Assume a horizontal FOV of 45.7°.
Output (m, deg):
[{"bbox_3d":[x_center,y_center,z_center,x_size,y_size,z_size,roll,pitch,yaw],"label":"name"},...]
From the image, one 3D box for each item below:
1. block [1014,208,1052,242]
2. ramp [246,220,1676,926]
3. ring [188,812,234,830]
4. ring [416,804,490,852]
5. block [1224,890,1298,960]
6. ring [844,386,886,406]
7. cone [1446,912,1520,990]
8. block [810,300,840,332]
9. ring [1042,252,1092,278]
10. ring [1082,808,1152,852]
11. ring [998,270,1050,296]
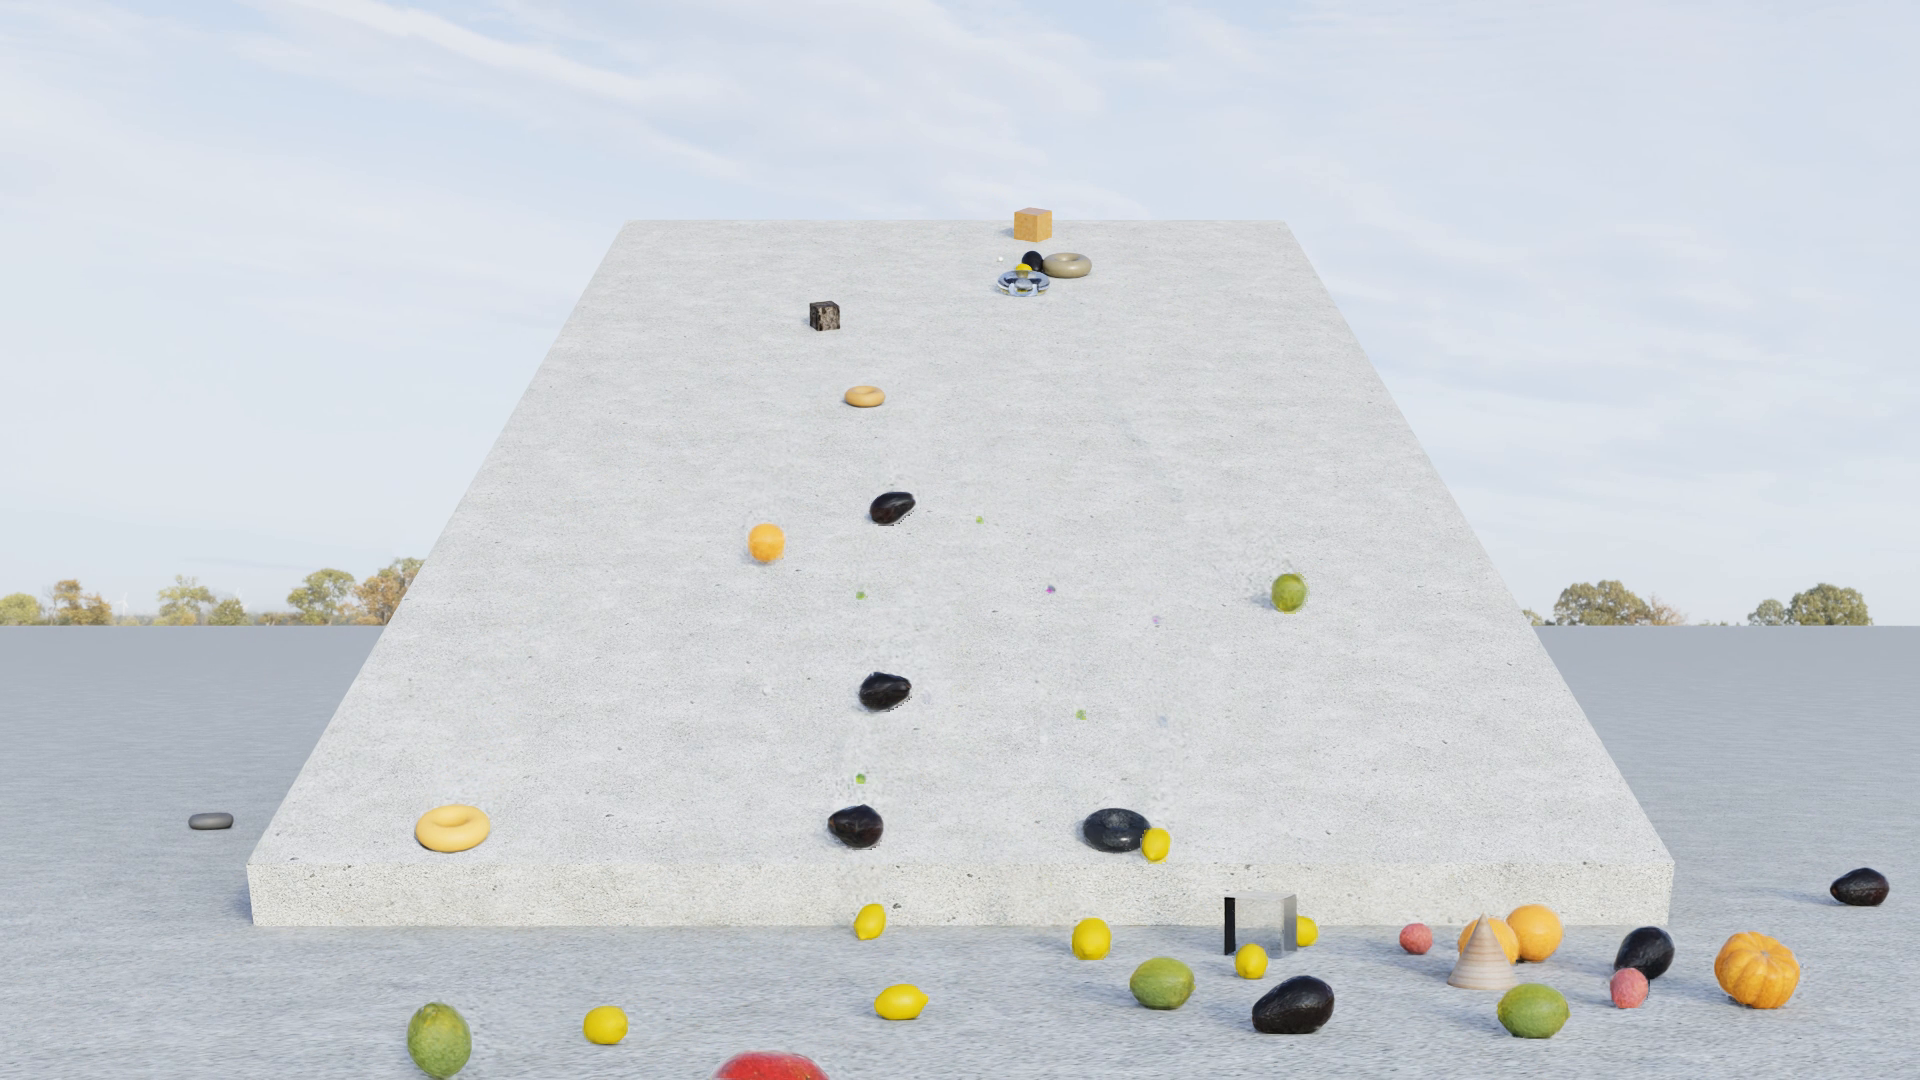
[{"bbox_3d":[0.214,-0.925,6.689,0.080,0.080,0.080,14,25,32],"label":"block"},{"bbox_3d":[-0.006,-0.214,5.078,2.000,0.100,4.000,0,21,0],"label":"ramp"},{"bbox_3d":[-1.553,0.583,4.728,0.091,0.030,0.091,-1,-2,0],"label":"ring"},{"bbox_3d":[-0.723,0.410,3.250,0.105,0.035,0.105,1,20,0],"label":"ring"},{"bbox_3d":[0.390,0.499,2.959,0.075,0.075,0.075,-1,-2,24],"label":"block"},{"bbox_3d":[-0.216,-0.327,5.190,0.094,0.031,0.094,1,20,0],"label":"ring"},{"bbox_3d":[0.622,0.485,2.710,0.087,0.087,0.087,0,-2,0],"label":"cone"},{"bbox_3d":[-0.343,-0.568,5.780,0.060,0.060,0.060,-9,23,-22],"label":"block"},{"bbox_3d":[0.295,-0.759,6.303,0.140,0.047,0.140,0,22,0],"label":"ring"},{"bbox_3d":[0.224,0.413,3.250,0.098,0.033,0.098,1,20,0],"label":"ring"},{"bbox_3d":[0.171,-0.690,6.120,0.143,0.048,0.143,1,20,0],"label":"ring"}]
